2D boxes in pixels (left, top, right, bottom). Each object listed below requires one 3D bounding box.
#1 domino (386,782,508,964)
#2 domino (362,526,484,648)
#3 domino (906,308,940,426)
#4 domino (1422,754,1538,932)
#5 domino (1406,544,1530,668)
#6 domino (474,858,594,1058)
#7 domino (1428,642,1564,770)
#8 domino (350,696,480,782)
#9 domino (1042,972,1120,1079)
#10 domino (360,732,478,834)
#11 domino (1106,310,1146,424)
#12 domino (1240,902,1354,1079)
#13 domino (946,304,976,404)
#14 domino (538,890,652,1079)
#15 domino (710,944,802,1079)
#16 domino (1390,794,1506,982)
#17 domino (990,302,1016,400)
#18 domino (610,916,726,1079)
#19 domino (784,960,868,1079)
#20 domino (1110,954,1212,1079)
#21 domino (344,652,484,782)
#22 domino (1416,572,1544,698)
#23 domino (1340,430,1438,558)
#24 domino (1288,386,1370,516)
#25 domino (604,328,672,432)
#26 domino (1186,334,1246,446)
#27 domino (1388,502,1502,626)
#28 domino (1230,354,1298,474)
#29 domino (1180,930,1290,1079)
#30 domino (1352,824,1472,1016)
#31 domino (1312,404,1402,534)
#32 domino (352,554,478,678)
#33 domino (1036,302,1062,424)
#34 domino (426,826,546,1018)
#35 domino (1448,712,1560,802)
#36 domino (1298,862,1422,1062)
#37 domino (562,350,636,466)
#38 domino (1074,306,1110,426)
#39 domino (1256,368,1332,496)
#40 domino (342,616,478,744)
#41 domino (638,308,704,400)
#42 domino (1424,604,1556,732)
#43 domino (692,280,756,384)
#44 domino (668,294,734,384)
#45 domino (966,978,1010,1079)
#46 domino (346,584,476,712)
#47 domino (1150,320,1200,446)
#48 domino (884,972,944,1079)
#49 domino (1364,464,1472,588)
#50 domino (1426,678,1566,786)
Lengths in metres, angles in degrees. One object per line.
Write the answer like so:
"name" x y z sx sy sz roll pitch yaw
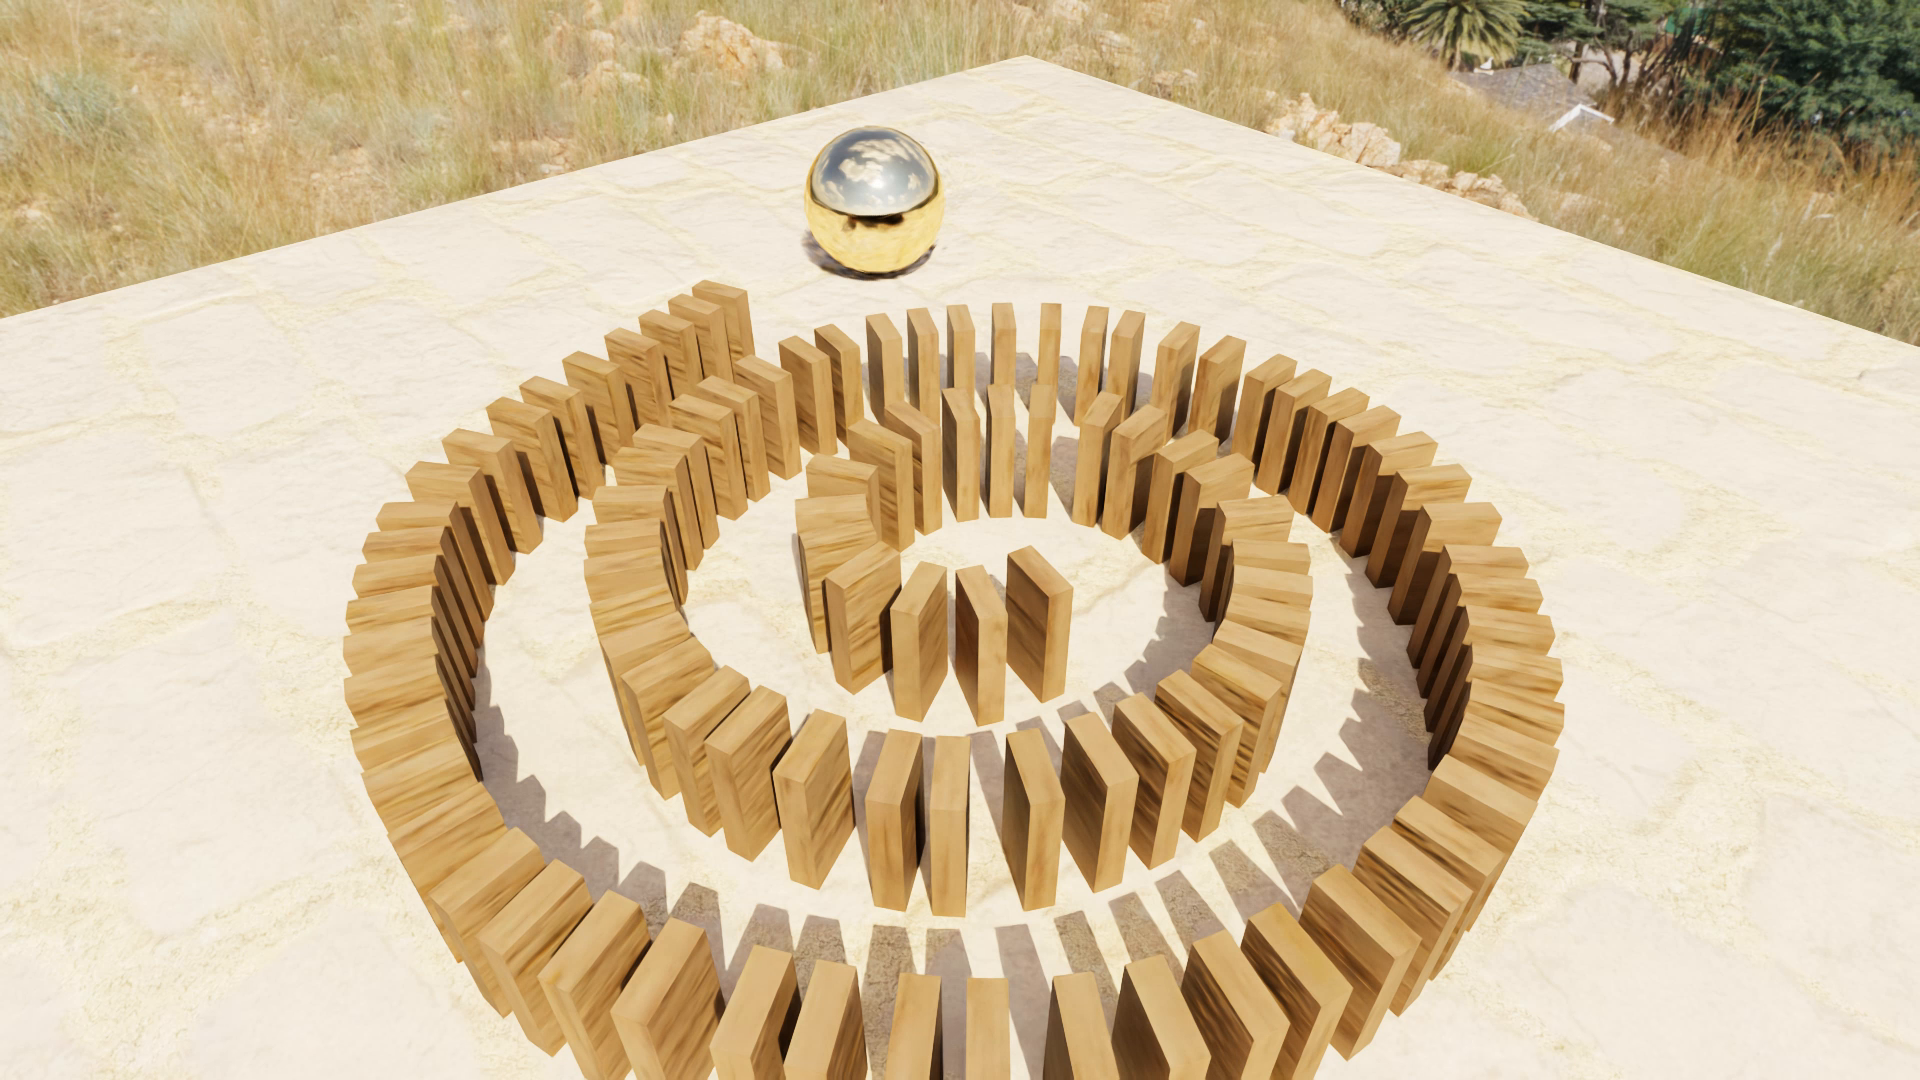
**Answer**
"domino" -0.134 0.091 0.300 0.025 0.050 0.010 -30 48 -31
"domino" -0.189 0.019 0.389 0.025 0.050 0.009 -6 40 -7
"domino" -0.017 -0.079 0.507 0.009 0.050 0.025 -9 40 -11
"domino" 0.139 0.085 0.307 0.025 0.050 0.009 29 48 31
"domino" 0.175 0.024 0.382 0.025 0.050 0.010 2 39 3
"domino" -0.104 0.107 0.281 0.010 0.050 0.025 21 44 24
"domino" 0.166 0.055 0.344 0.025 0.050 0.009 12 41 14
"domino" -0.157 0.071 0.325 0.025 0.050 0.009 -21 44 -23
"domino" 0.027 0.126 0.257 0.010 0.050 0.025 -5 40 -6
"domino" -0.148 0.080 0.314 0.025 0.050 0.009 -24 45 -26
"domino" 0.075 -0.077 0.506 0.009 0.050 0.025 14 41 16
"domino" 0.079 0.115 0.271 0.009 0.050 0.025 -19 43 -21
"domino" 0.000 -0.081 0.510 0.010 0.050 0.025 -5 40 -6
"domino" -0.087 0.113 0.274 0.010 0.050 0.025 17 42 19
"domino" -0.047 0.122 0.262 0.009 0.050 0.025 9 40 11
"domino" 0.125 0.094 0.296 0.009 0.050 0.025 -30 48 -31
"domino" 0.020 -0.082 0.511 0.010 0.050 0.025 -2 39 -2
"domino" -0.069 0.118 0.268 0.009 0.050 0.025 13 41 16
"domino" -0.031 0.124 0.260 0.009 0.050 0.025 7 40 8
"domino" 0.046 0.124 0.260 0.010 0.050 0.025 -11 40 -13
"domino" -0.167 0.059 0.339 0.025 0.050 0.010 -17 42 -20
"domino" 0.174 0.034 0.370 0.025 0.050 0.009 5 40 6
"domino" 0.168 -0.017 0.433 0.025 0.050 0.010 -13 41 -15
"domino" 0.152 -0.036 0.456 0.025 0.050 0.009 -24 45 -26
"domino" -0.143 -0.068 0.495 0.025 0.050 0.010 22 44 25
"domino" 0.113 -0.063 0.488 0.009 0.050 0.025 27 46 29
"domino" 0.175 0.009 0.400 0.025 0.050 0.009 -2 39 -2
"domino" 0.130 -0.053 0.476 0.025 0.050 0.010 -32 49 -33
"domino" 0.063 0.120 0.265 0.009 0.050 0.025 -15 42 -18
"domino" 0.113 0.101 0.289 0.009 0.050 0.025 -27 46 -29
"domino" 0.160 -0.028 0.446 0.025 0.050 0.010 -19 43 -22
"domino" -0.185 0.029 0.377 0.025 0.050 0.010 -9 40 -11
"domino" 0.041 -0.082 0.511 0.010 0.050 0.025 3 39 3
"domino" -0.118 0.101 0.288 0.010 0.050 0.025 27 46 29
"domino" 0.152 0.075 0.320 0.025 0.050 0.009 23 44 25
"domino" 0.098 0.108 0.280 0.009 0.050 0.025 -23 45 -25
"domino" -0.155 -0.055 0.479 0.025 0.050 0.009 21 44 23
"domino" 0.061 -0.080 0.509 0.010 0.050 0.025 8 40 10
"domino" 0.141 -0.045 0.467 0.025 0.050 0.009 -28 47 -30
"domino" -0.175 0.049 0.352 0.025 0.050 0.009 -14 41 -17
"domino" -0.132 -0.079 0.508 0.025 0.050 0.009 22 44 25
"domino" 0.171 0.044 0.357 0.025 0.050 0.009 8 40 9
"domino" -0.113 -0.099 0.532 0.025 0.050 0.009 18 43 20
"domino" -0.122 -0.089 0.520 0.025 0.050 0.009 22 44 24
"domino" 0.006 0.127 0.256 0.010 0.050 0.025 1 39 1
"domino" -0.181 0.039 0.364 0.025 0.050 0.009 -12 41 -14
"domino" 0.096 -0.070 0.497 0.010 0.050 0.025 22 44 24
"domino" -0.010 0.126 0.257 0.009 0.050 0.025 4 39 4
"domino" 0.173 -0.005 0.417 0.025 0.050 0.009 -6 40 -8
"domino" 0.160 0.066 0.331 0.025 0.050 0.009 16 42 19
